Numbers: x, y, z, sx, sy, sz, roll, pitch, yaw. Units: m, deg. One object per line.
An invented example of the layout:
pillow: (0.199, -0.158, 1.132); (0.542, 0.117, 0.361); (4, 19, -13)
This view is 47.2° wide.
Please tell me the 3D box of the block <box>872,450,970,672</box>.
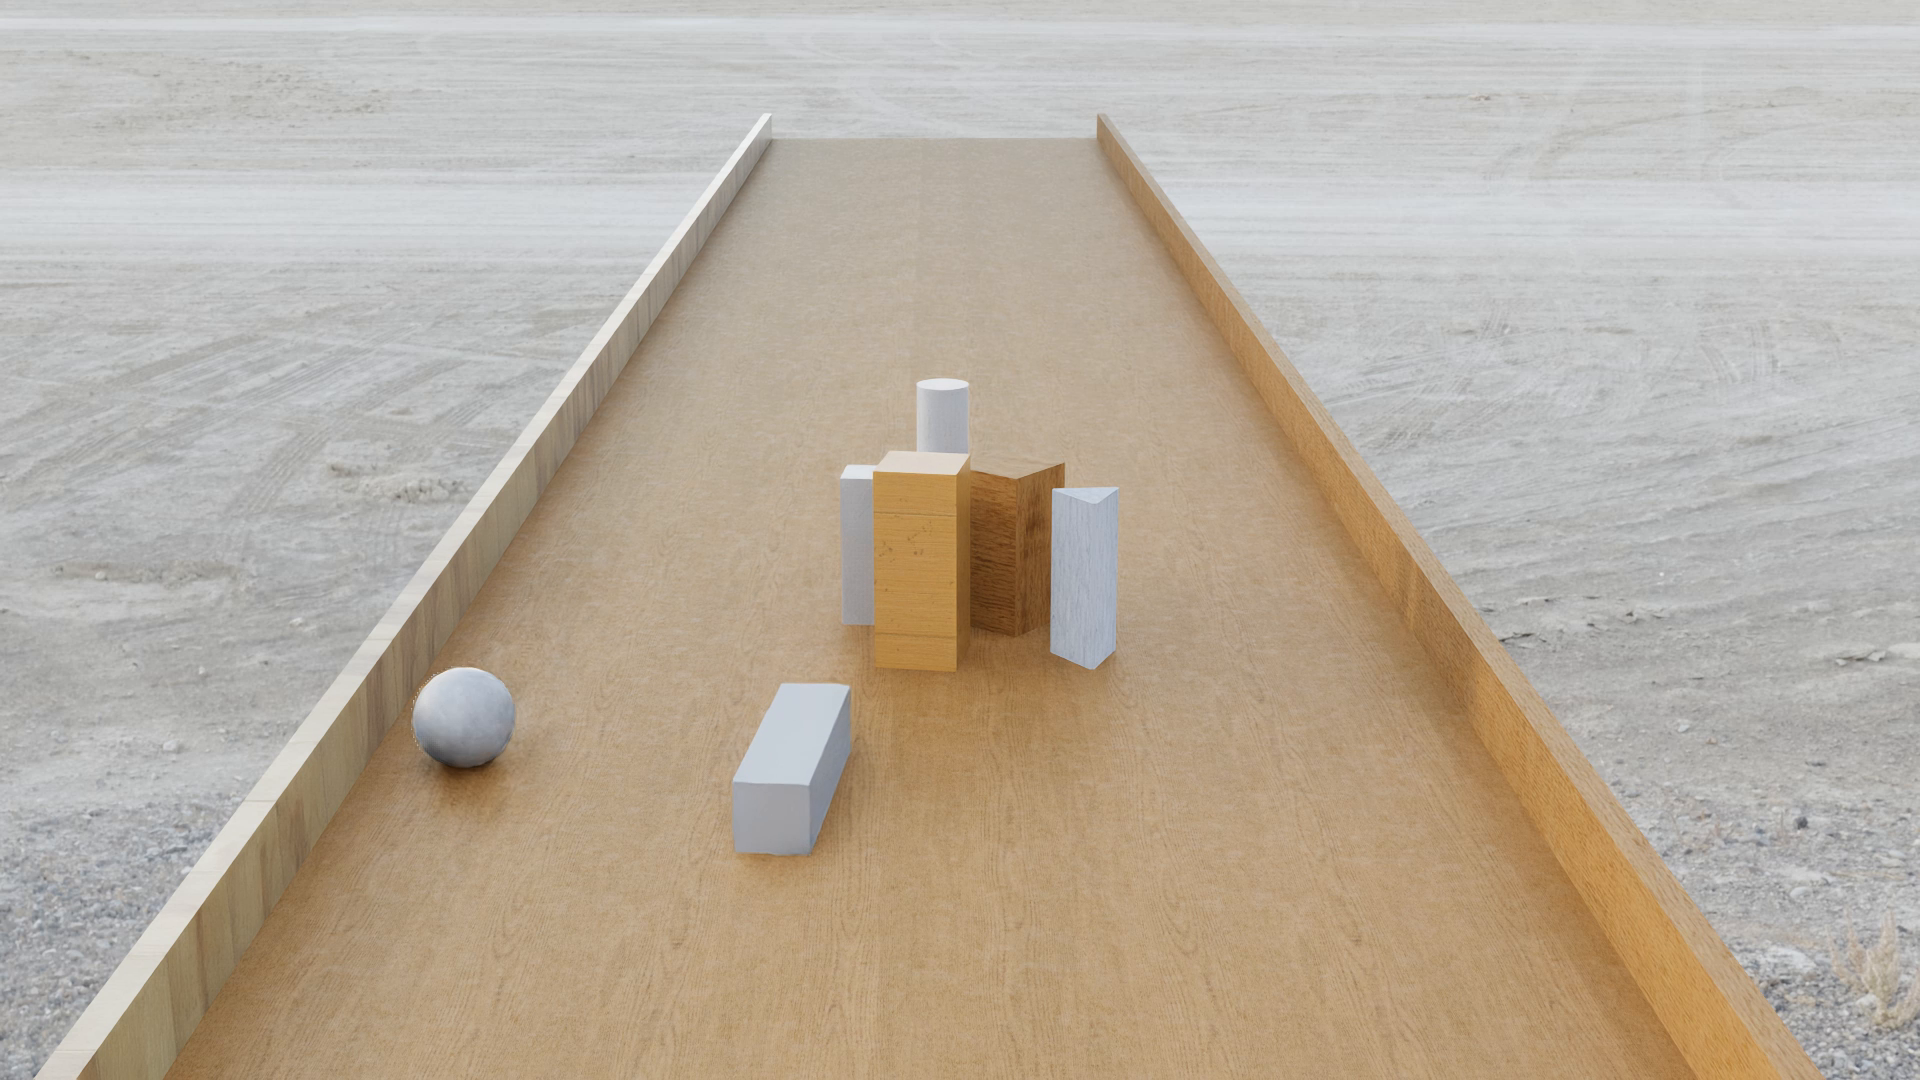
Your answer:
block: (-0.074, 0.041, 4.383); (0.164, 0.403, 0.164); (3, 17, 9)

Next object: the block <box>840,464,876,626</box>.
block: (-0.188, 0.011, 4.633); (0.111, 0.318, 0.111); (1, 17, 5)

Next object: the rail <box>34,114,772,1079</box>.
rail: (-1.118, -0.838, 7.780); (0.050, 0.150, 12.000); (0, 17, -1)

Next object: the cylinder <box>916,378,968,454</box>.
cylinder: (-0.038, -0.125, 4.858); (0.115, 0.449, 0.115); (0, 17, 0)

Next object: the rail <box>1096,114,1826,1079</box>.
rail: (0.932, -0.844, 7.801); (0.050, 0.150, 12.000); (0, 17, -1)

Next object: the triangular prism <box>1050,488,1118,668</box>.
triangular prism: (0.269, 0.068, 4.399); (0.115, 0.342, 0.132); (-12, 20, -34)

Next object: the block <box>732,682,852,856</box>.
block: (-0.279, 0.381, 3.730); (0.123, 0.123, 0.457); (2, 17, 5)

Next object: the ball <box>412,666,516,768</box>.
ball: (-0.872, 0.312, 3.868); (0.177, 0.177, 0.177); (0, 17, 0)

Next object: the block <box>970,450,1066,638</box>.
block: (0.100, 0.005, 4.614); (0.169, 0.339, 0.169); (13, 21, 36)
